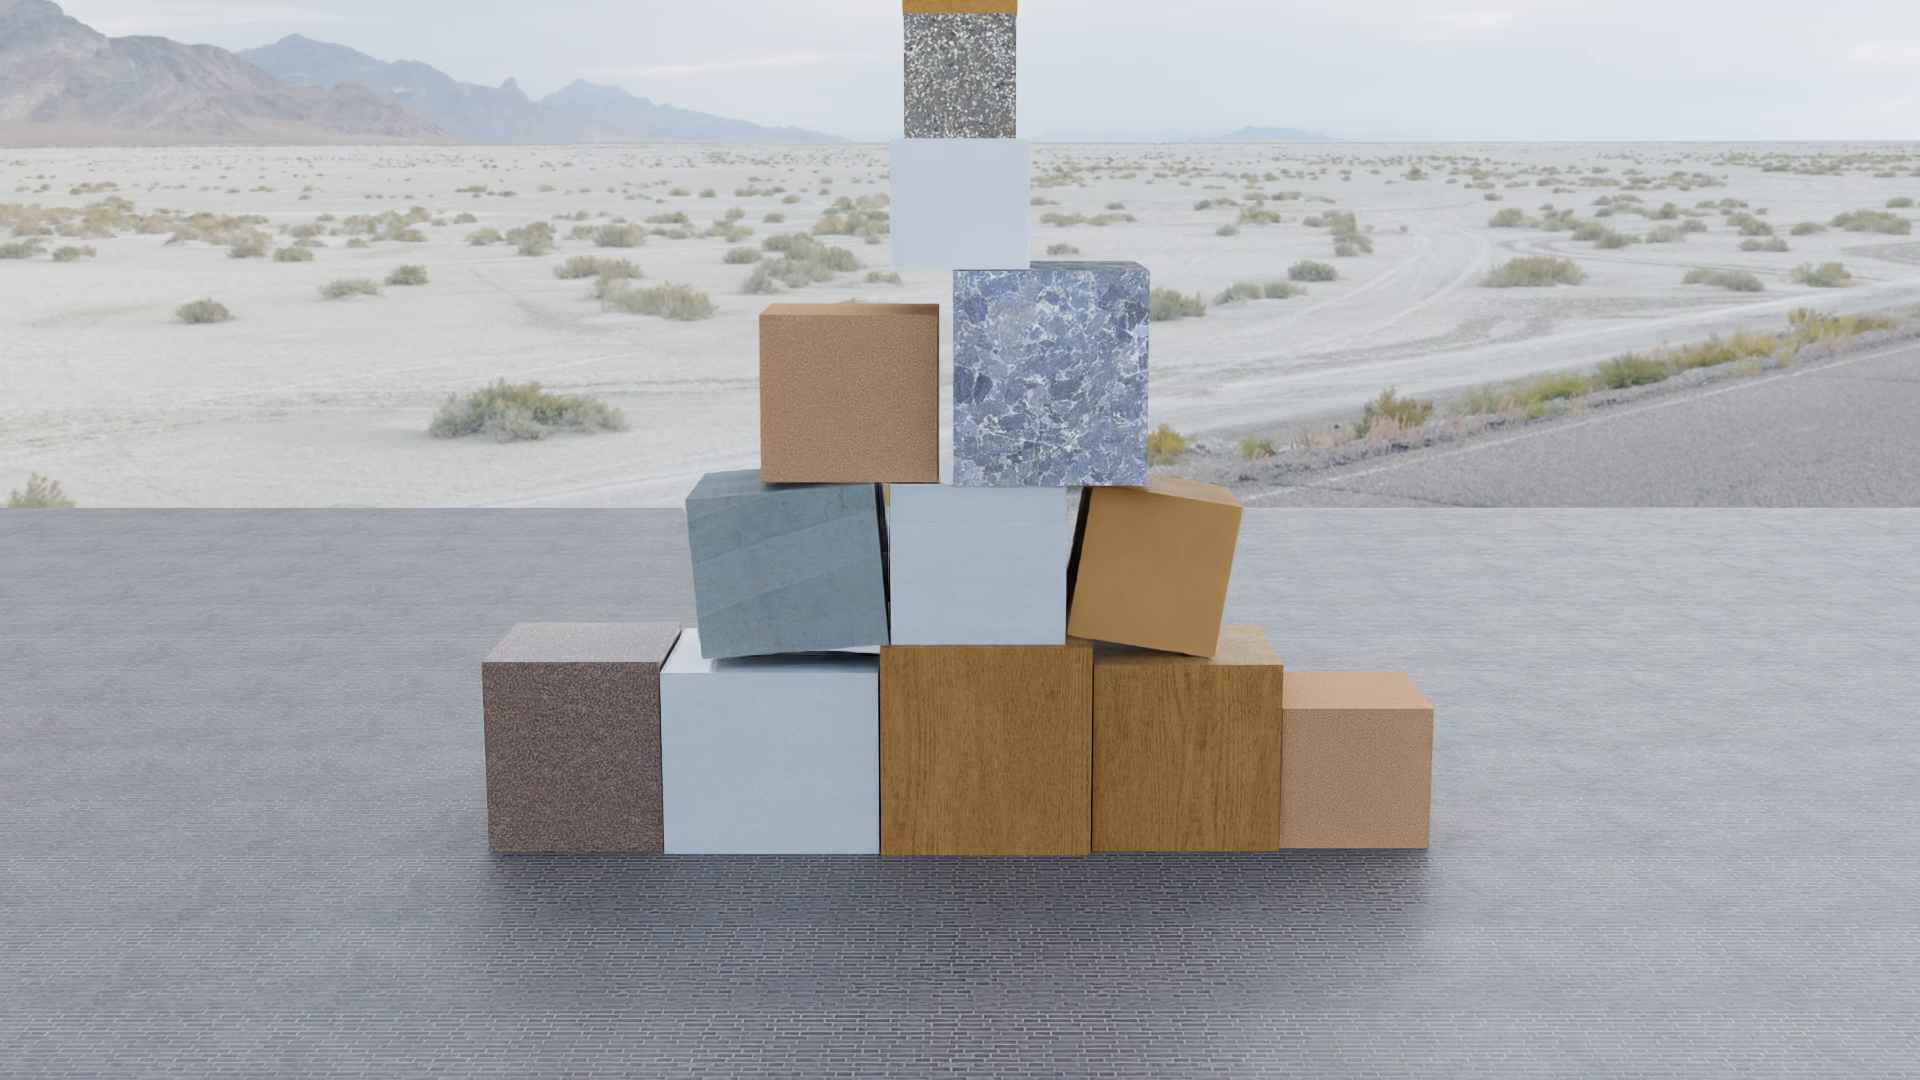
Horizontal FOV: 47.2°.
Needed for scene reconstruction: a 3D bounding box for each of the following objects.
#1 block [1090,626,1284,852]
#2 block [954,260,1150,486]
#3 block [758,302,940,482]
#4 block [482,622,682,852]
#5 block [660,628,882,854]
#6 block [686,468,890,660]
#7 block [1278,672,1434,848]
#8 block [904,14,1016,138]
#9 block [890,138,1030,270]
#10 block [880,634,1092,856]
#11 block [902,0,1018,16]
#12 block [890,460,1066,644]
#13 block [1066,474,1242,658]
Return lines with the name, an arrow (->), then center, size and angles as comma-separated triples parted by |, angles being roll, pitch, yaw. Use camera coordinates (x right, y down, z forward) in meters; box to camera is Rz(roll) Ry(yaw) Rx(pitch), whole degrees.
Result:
block -> 1.126, 1.006, 11.357 | 0.934, 0.958, 0.905 | 0, 10, 0
block -> 0.437, -0.854, 11.025 | 0.940, 1.035, 0.904 | 0, 10, 0
block -> -0.540, -0.754, 11.061 | 0.863, 0.815, 0.790 | 0, 10, 0
block -> -1.919, 0.999, 11.347 | 0.871, 0.975, 0.898 | 0, 10, 0
block -> -0.938, 1.019, 11.372 | 1.071, 0.926, 0.999 | 0, 10, 0
block -> -0.844, 0.080, 11.196 | 0.925, 0.800, 0.885 | -5, 10, 1
block -> 1.979, 1.123, 11.368 | 0.751, 0.723, 0.781 | 0, 10, 0
block -> 0.000, -2.266, 10.785 | 0.535, 0.583, 0.637 | 0, 10, 0
block -> 0.000, -1.669, 10.874 | 0.673, 0.623, 0.634 | 0, 10, 0
block -> 0.129, 0.956, 11.359 | 1.041, 1.055, 1.046 | 0, 10, 0
block -> 0.000, -2.823, 10.678 | 0.548, 0.552, 0.561 | 0, 10, 0
block -> 0.090, 0.049, 11.175 | 0.859, 0.796, 0.840 | 0, 10, 0
block -> 0.962, 0.097, 11.203 | 0.745, 0.774, 0.643 | 9, 10, -2
